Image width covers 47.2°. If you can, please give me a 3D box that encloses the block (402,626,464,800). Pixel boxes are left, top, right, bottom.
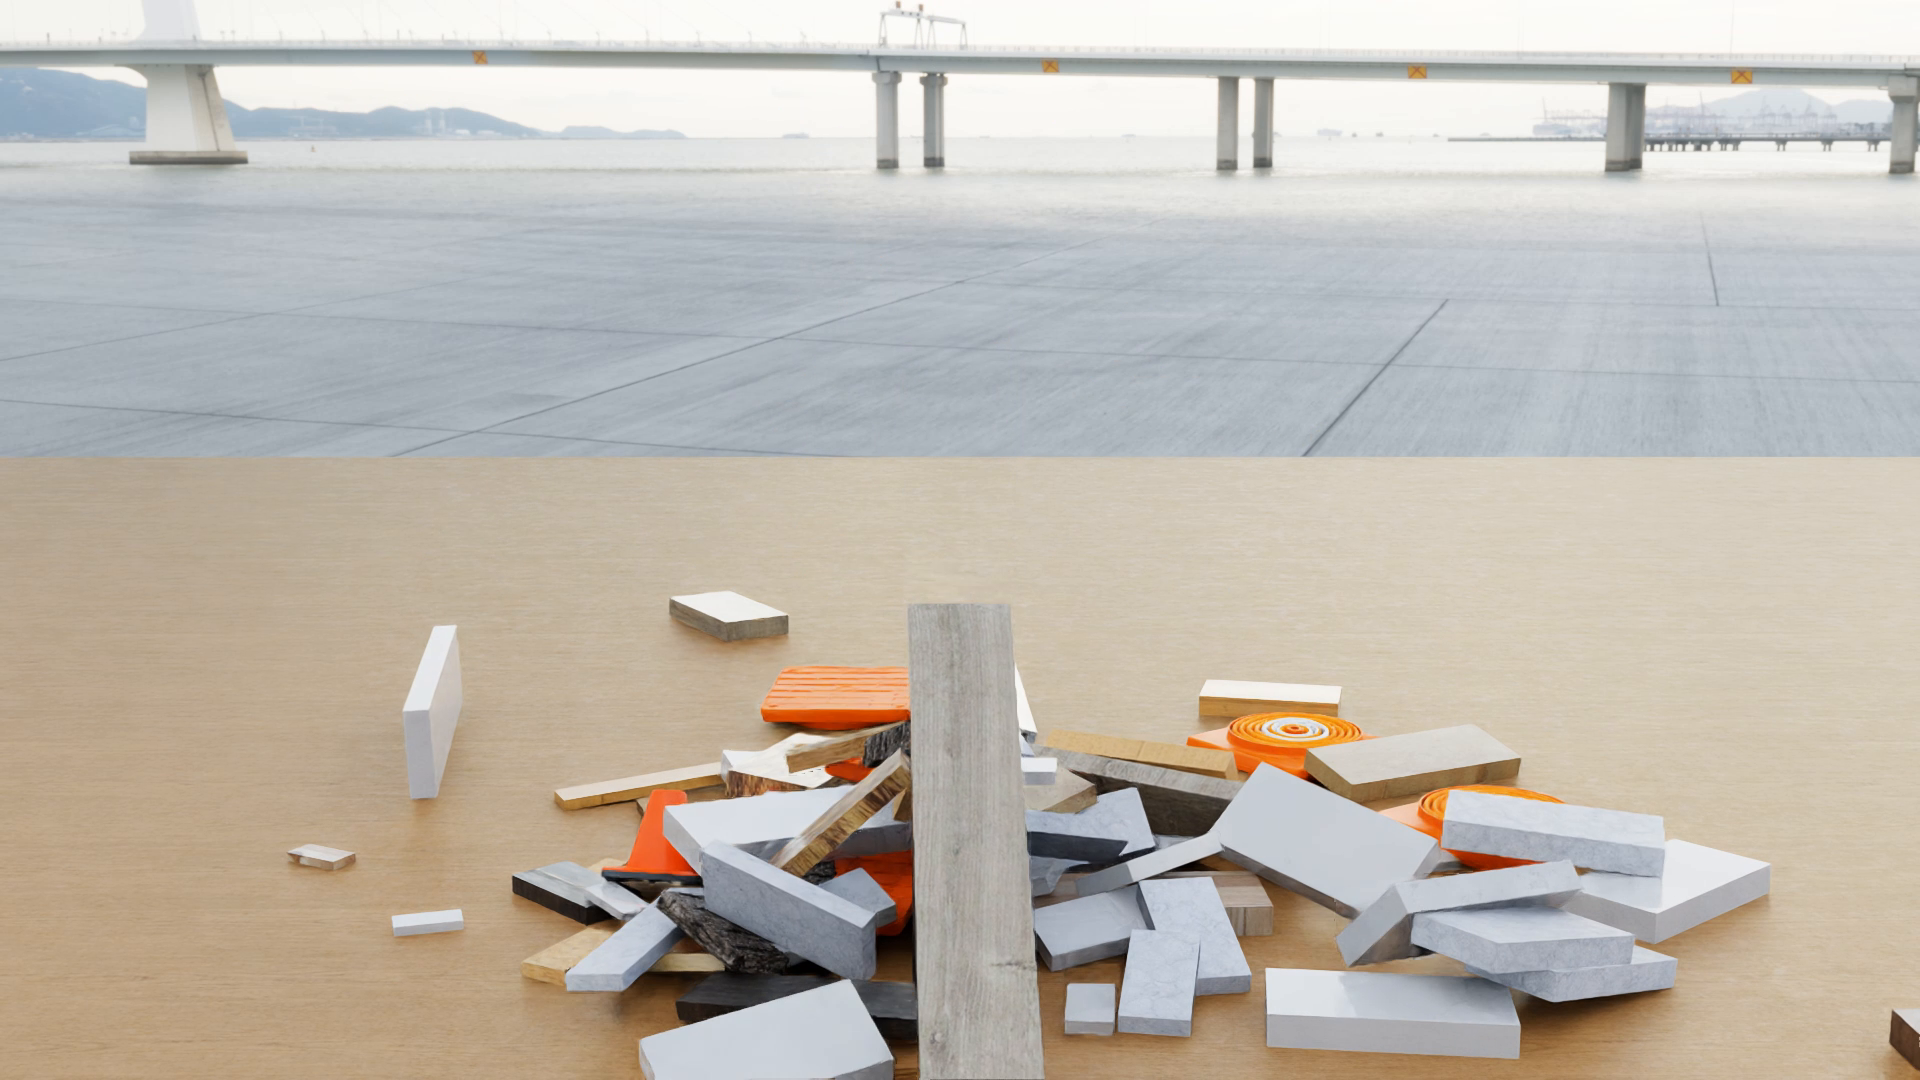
[{"bbox_3d":[-1.081,0.341,4.529,0.049,0.173,0.733,-4,11,-8],"label":"block"}]

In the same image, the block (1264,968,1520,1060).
[{"bbox_3d":[0.606,0.668,3.114,0.343,0.049,0.171,1,11,7],"label":"block"}]

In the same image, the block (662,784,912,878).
[{"bbox_3d":[-0.254,0.462,3.546,0.411,0.049,0.171,-3,17,-28],"label":"block"}]

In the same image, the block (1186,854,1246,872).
[{"bbox_3d":[0.447,0.562,3.775,0.058,0.017,0.117,-7,13,-35],"label":"block"}]

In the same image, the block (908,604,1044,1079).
[{"bbox_3d":[0.013,0.409,2.880,0.148,0.042,0.874,0,44,-2],"label":"block"}]

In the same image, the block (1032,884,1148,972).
[{"bbox_3d":[0.221,0.596,3.399,0.220,0.031,0.110,-10,32,-19],"label":"block"}]

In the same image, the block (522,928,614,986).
[{"bbox_3d":[-0.585,0.636,3.360,0.081,0.023,0.163,6,12,28],"label":"block"}]

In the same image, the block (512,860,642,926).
[{"bbox_3d":[-0.634,0.581,3.631,0.108,0.031,0.217,-10,14,-43],"label":"block"}]

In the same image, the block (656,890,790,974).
[{"bbox_3d":[-0.352,0.581,3.254,0.102,0.029,0.204,19,6,-44],"label":"block"}]

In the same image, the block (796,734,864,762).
[{"bbox_3d":[-0.235,0.390,4.123,0.144,0.020,0.072,7,9,-2],"label":"block"}]

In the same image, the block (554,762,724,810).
[{"bbox_3d":[-0.433,0.448,4.292,0.712,0.020,0.072,-8,13,-24],"label":"block"}]

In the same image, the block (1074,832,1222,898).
[{"bbox_3d":[0.304,0.522,3.531,0.235,0.033,0.117,-9,-14,-47],"label":"block"}]

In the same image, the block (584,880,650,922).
[{"bbox_3d":[-0.549,0.580,3.530,0.054,0.015,0.108,-10,22,-43],"label":"block"}]

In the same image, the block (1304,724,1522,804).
[{"bbox_3d":[0.885,0.435,4.297,0.412,0.042,0.149,-5,24,-27],"label":"block"}]

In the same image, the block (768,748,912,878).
[{"bbox_3d":[-0.206,0.447,3.336,0.334,0.031,0.108,-41,8,5],"label":"block"}]

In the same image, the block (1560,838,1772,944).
[{"bbox_3d":[1.160,0.574,3.617,0.356,0.050,0.178,-9,14,-41],"label":"block"}]

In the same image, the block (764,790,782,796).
[{"bbox_3d":[-0.313,0.489,3.731,0.120,0.034,0.240,5,15,16],"label":"block"}]

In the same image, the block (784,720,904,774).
[{"bbox_3d":[-0.196,0.362,3.848,0.220,0.031,0.110,-14,1,-6],"label":"block"}]

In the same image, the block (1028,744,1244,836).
[{"bbox_3d":[0.325,0.467,3.914,0.629,0.153,0.043,7,43,34],"label":"block"}]

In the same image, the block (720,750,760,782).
[{"bbox_3d":[-0.334,0.464,4.100,0.167,0.047,0.334,4,9,-17],"label":"block"}]

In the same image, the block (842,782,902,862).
[{"bbox_3d":[-0.159,0.493,3.864,0.120,0.034,0.240,34,2,-6],"label":"block"}]

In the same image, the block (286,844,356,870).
[{"bbox_3d":[-1.113,0.552,3.832,0.108,0.015,0.054,6,12,27],"label":"block"}]

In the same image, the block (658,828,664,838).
[{"bbox_3d":[-0.501,0.524,3.988,0.045,0.013,0.091,7,12,32],"label":"block"}]

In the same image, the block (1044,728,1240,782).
[{"bbox_3d":[0.336,0.442,3.993,0.346,0.173,0.049,5,43,25],"label":"block"}]

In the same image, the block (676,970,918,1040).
[{"bbox_3d":[-0.202,0.644,3.057,0.418,0.029,0.102,-4,13,33],"label":"block"}]

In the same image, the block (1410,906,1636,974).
[{"bbox_3d":[0.809,0.572,3.153,0.305,0.043,0.153,5,5,-37],"label":"block"}]

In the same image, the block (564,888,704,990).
[{"bbox_3d":[-0.467,0.593,3.288,0.087,0.025,0.386,-3,9,16],"label":"block"}]

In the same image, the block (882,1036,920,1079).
[{"bbox_3d":[-0.135,0.688,3.028,0.148,0.042,0.295,-1,11,-4],"label":"block"}]

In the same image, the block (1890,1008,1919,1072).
[{"bbox_3d":[1.387,0.709,2.889,0.178,0.050,0.356,0,11,-1],"label":"block"}]

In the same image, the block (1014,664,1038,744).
[{"bbox_3d":[0.054,0.333,4.710,0.167,0.047,0.716,15,7,-4],"label":"block"}]

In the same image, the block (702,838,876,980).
[{"bbox_3d":[-0.250,0.541,3.200,0.286,0.117,0.033,21,39,26],"label":"block"}]
